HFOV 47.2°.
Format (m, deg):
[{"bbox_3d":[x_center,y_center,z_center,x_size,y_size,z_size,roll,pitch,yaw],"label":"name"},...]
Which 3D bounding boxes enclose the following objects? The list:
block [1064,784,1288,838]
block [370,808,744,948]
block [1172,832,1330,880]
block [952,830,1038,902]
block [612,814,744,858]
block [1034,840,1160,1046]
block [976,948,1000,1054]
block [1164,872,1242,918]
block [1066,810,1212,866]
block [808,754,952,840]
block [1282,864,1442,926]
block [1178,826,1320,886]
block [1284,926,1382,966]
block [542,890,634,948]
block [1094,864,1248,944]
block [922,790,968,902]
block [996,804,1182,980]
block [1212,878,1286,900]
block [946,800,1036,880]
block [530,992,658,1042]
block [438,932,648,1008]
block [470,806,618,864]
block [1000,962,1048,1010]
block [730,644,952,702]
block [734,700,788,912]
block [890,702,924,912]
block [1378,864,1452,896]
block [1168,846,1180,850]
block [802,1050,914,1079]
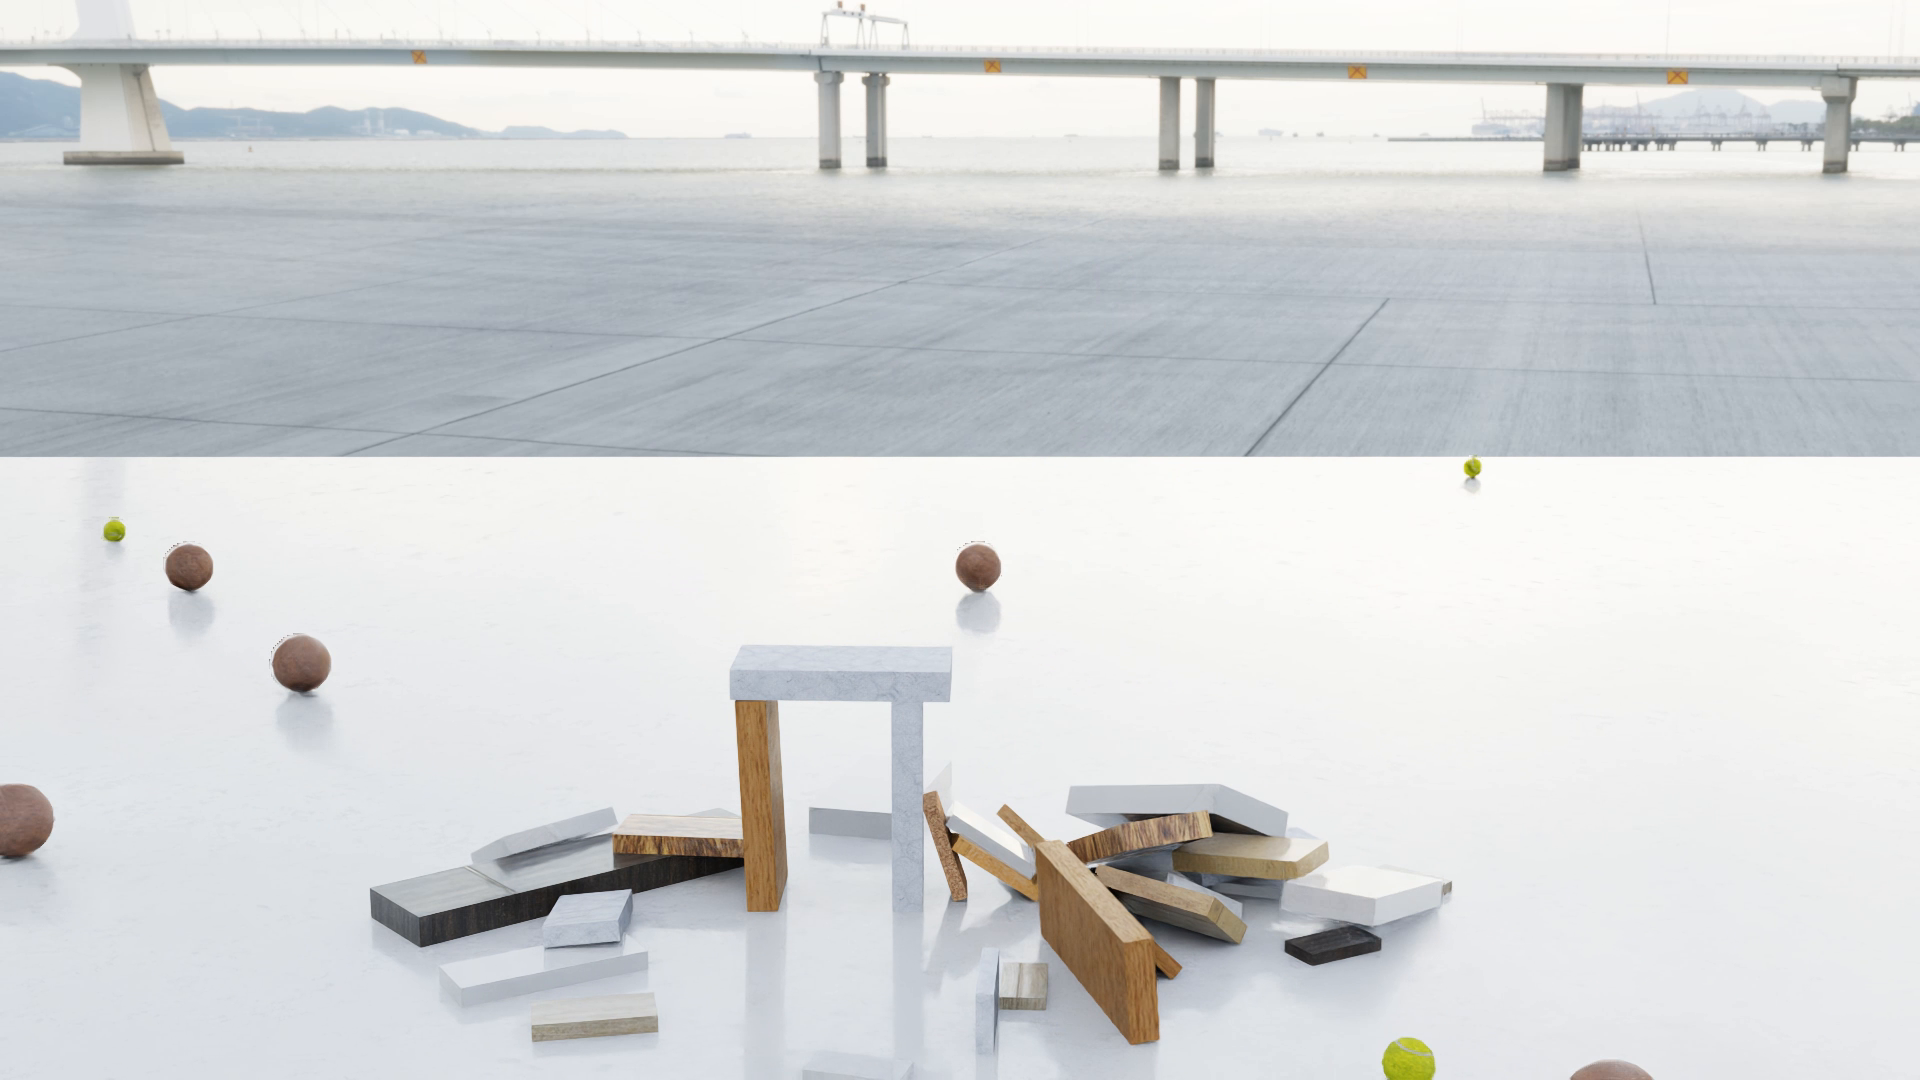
[{"bbox_3d":[0.368,0.468,3.770,0.176,0.050,0.353,25,-21,-36],"label":"block"},{"bbox_3d":[-0.637,0.559,3.698,0.673,0.050,0.176,-9,14,-39],"label":"block"},{"bbox_3d":[0.479,0.521,3.627,0.230,0.033,0.115,-1,10,36],"label":"block"},{"bbox_3d":[0.062,0.535,3.659,0.167,0.024,0.084,33,9,-6],"label":"block"},{"bbox_3d":[-0.466,0.505,3.763,0.230,0.033,0.115,1,11,7],"label":"block"},{"bbox_3d":[0.198,0.587,3.261,0.043,0.152,0.444,-7,12,-13],"label":"block"},{"bbox_3d":[0.039,0.650,3.107,0.025,0.088,0.175,1,11,3],"label":"block"},{"bbox_3d":[0.391,0.580,3.547,0.130,0.018,0.065,23,13,4],"label":"block"},{"bbox_3d":[0.292,0.502,3.678,0.152,0.043,0.303,-7,-12,-18],"label":"block"},{"bbox_3d":[-0.145,0.480,4.126,0.176,0.050,0.353,3,11,14],"label":"block"},{"bbox_3d":[0.646,0.566,3.517,0.152,0.043,0.303,6,1,31],"label":"block"},{"bbox_3d":[0.493,0.537,3.733,0.229,0.033,0.115,-9,8,-16],"label":"block"},{"bbox_3d":[0.578,0.628,3.409,0.136,0.019,0.068,-6,12,-29],"label":"block"},{"bbox_3d":[-0.582,0.593,3.454,0.115,0.033,0.230,-5,3,-3],"label":"block"},{"bbox_3d":[0.330,0.576,3.480,0.230,0.033,0.115,10,-25,42],"label":"block"},{"bbox_3d":[-0.024,0.508,3.655,0.024,0.167,0.084,-18,10,3],"label":"block"},{"bbox_3d":[0.199,0.563,3.597,0.088,0.025,0.670,44,-4,-19],"label":"block"},{"bbox_3d":[0.493,0.578,3.685,0.130,0.018,0.065,4,11,19],"label":"block"},{"bbox_3d":[0.054,0.500,3.666,0.167,0.024,0.084,33,9,-3],"label":"block"},{"bbox_3d":[-0.521,0.678,3.128,0.176,0.025,0.088,-2,11,-11],"label":"block"},{"bbox_3d":[-0.625,0.642,3.306,0.291,0.029,0.104,-6,12,-30],"label":"block"},{"bbox_3d":[-0.722,0.519,3.823,0.230,0.033,0.115,-11,-13,-46],"label":"block"},{"bbox_3d":[0.095,0.658,3.247,0.068,0.019,0.136,1,11,4],"label":"block"},{"bbox_3d":[-0.191,0.217,3.601,0.353,0.050,0.176,1,11,1],"label":"block"},{"bbox_3d":[-0.327,0.416,3.637,0.050,0.353,0.176,-2,10,1],"label":"block"},{"bbox_3d":[-0.086,0.416,3.638,0.050,0.353,0.176,0,11,0],"label":"block"},{"bbox_3d":[0.754,0.575,3.699,0.130,0.018,0.065,9,14,41],"label":"block"},{"bbox_3d":[0.467,0.524,3.944,0.104,0.029,0.208,10,15,44],"label":"block"},{"bbox_3d":[-0.137,0.714,2.951,0.136,0.019,0.068,3,11,16],"label":"block"}]
